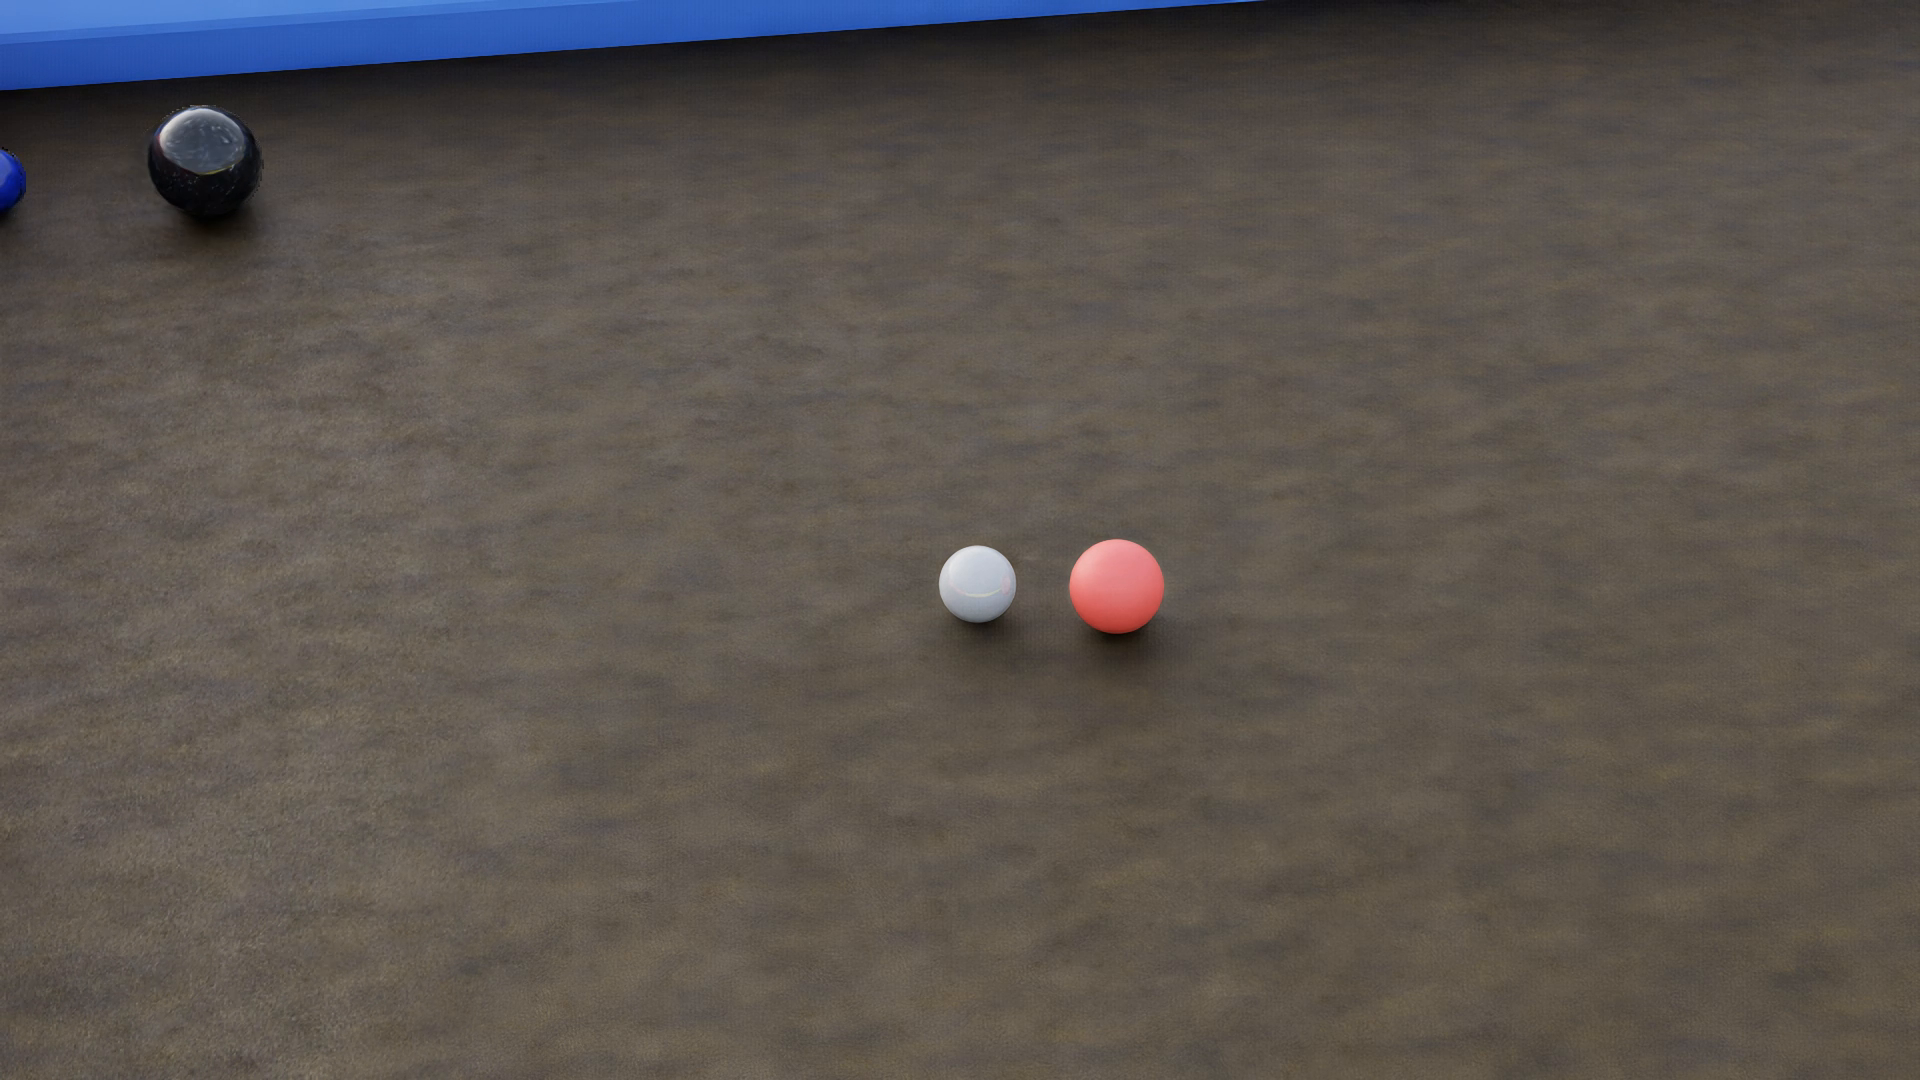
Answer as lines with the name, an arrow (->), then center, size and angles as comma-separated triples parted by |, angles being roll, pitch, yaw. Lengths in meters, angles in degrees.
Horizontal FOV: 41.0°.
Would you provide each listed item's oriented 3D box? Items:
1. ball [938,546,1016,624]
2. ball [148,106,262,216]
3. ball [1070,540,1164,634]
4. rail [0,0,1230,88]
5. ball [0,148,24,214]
ball -> 0.011, 0.027, 1.595 | 0.048, 0.048, 0.048 | 0, 36, 0
ball -> -0.592, -0.297, 2.010 | 0.085, 0.085, 0.085 | 0, 36, 0
ball -> 0.097, 0.029, 1.584 | 0.059, 0.059, 0.059 | 0, 36, 0
rail -> 0.603, -0.568, 2.344 | 2.993, 0.130, 0.045 | -6, 36, -8
ball -> -0.764, -0.282, 2.015 | 0.055, 0.055, 0.055 | 0, 36, 0
